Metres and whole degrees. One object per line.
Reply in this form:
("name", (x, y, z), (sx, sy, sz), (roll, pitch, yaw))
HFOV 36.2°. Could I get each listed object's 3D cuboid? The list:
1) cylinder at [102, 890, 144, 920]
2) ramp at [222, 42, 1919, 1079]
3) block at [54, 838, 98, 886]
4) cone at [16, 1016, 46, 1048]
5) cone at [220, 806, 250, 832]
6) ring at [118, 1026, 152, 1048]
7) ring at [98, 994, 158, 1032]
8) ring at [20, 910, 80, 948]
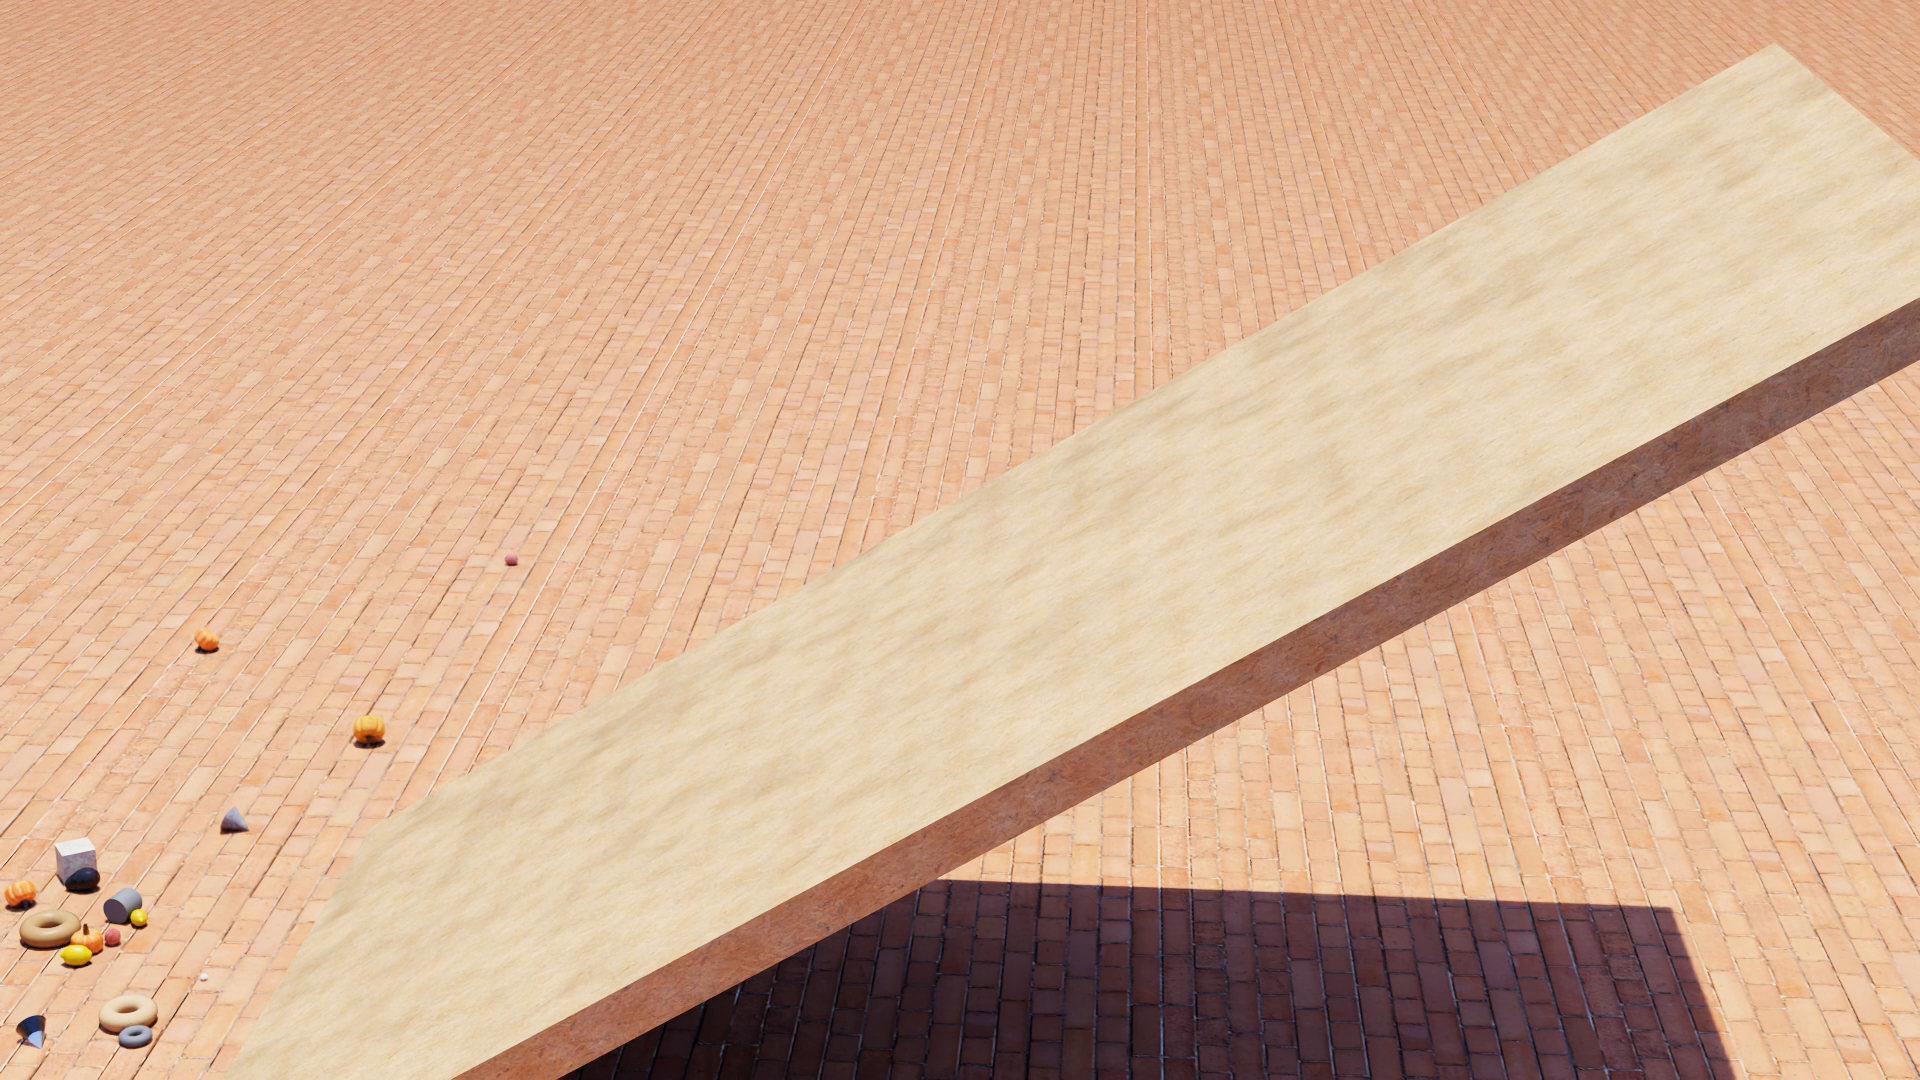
("cylinder", (-2.088, 0.912, 7.337), (0.069, 0.069, 0.069), (10, 4, 27))
("ramp", (0.142, 0.168, 6.288), (4.000, 0.100, 2.000), (-29, 15, 13))
("block", (-2.271, 0.826, 7.561), (0.084, 0.084, 0.084), (-10, 22, -27))
("cone", (-2.115, 1.140, 6.737), (0.072, 0.072, 0.072), (-13, 49, -33))
("cone", (-1.921, 0.758, 7.837), (0.071, 0.071, 0.071), (30, 24, 4))
("ring", (-1.892, 1.139, 6.750), (0.077, 0.026, 0.077), (-1, 20, 0))
("ring", (-1.932, 1.100, 6.833), (0.134, 0.045, 0.134), (0, 20, 0))
("ring", (-2.239, 0.957, 7.239), (0.146, 0.049, 0.146), (1, 20, 0))
